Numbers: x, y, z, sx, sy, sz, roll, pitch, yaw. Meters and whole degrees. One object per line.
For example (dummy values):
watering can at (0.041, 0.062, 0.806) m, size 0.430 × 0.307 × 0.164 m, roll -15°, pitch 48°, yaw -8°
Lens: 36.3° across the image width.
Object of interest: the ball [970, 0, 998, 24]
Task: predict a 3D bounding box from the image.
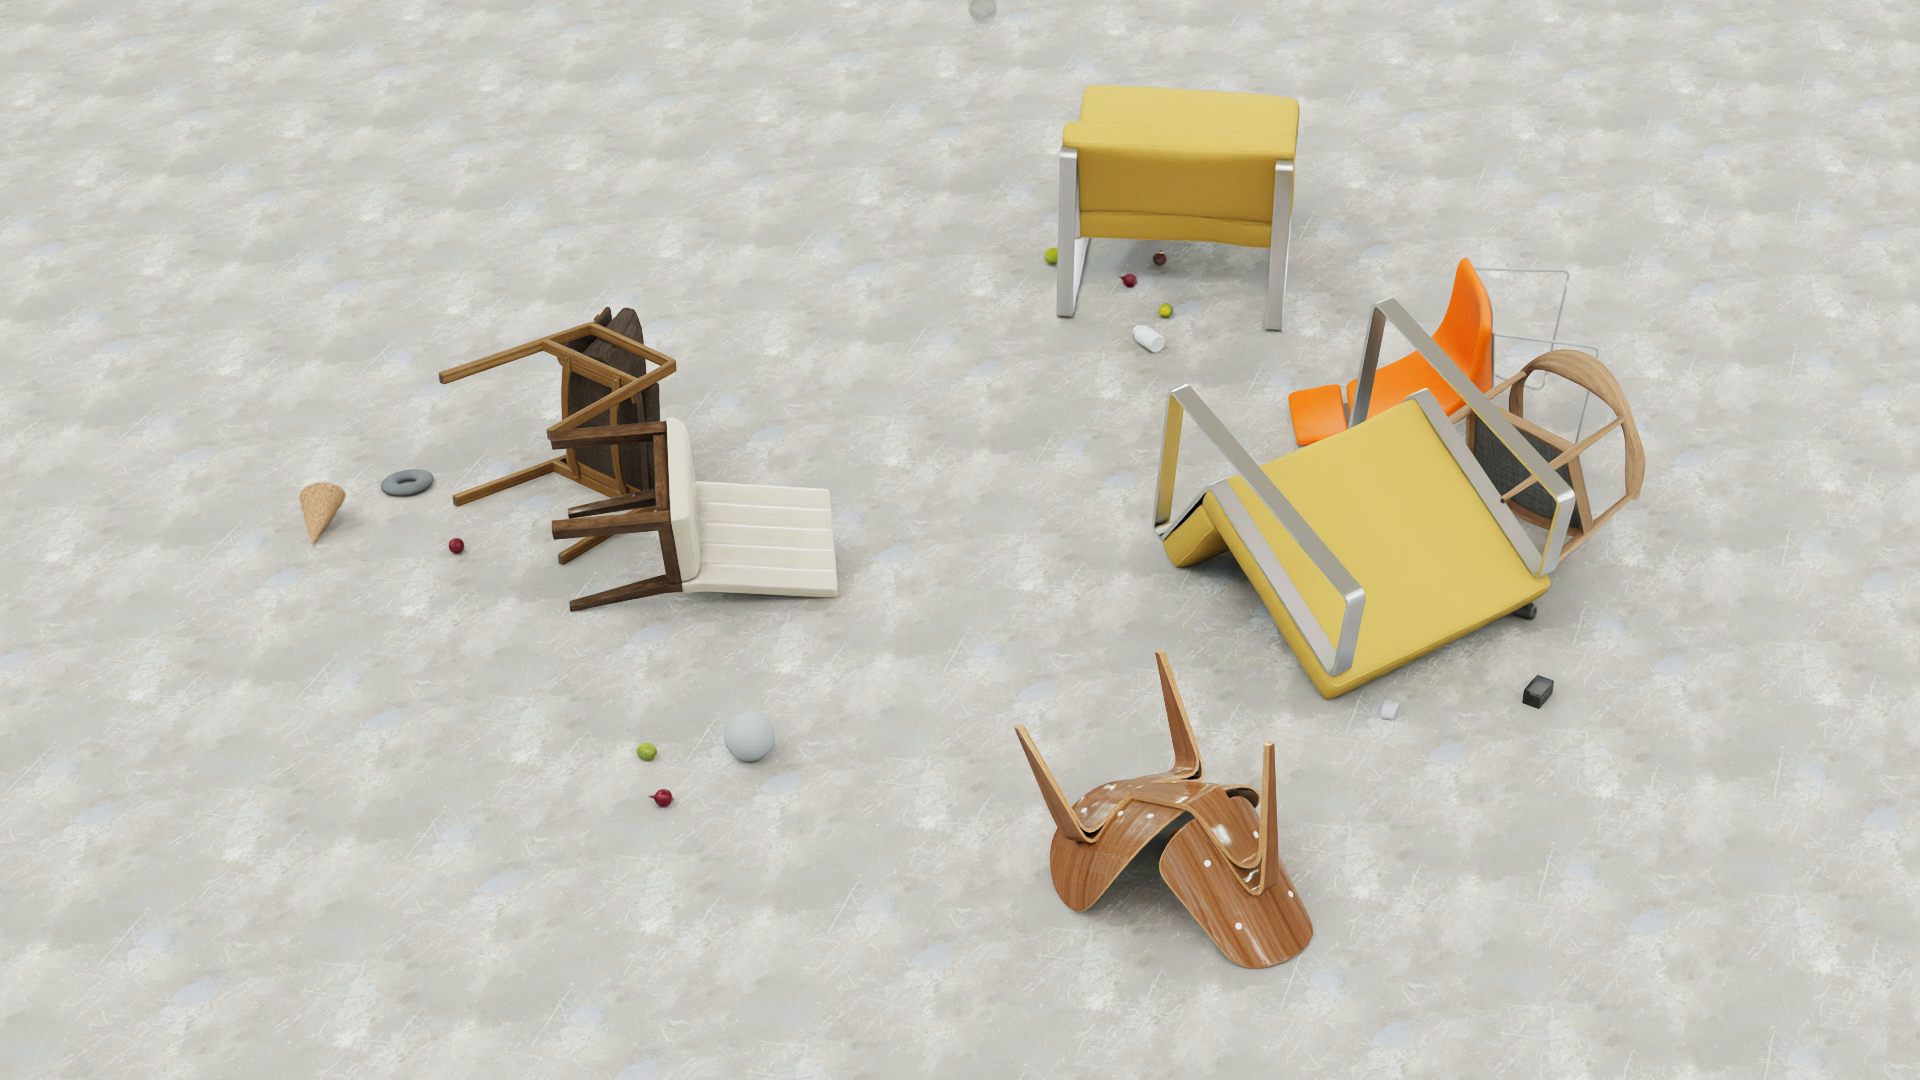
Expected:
ball at (0.118, -2.698, 14.908) m, size 0.144 × 0.144 × 0.144 m, roll 0°, pitch 33°, yaw 0°

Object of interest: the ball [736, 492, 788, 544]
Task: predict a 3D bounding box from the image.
ball at (-0.733, -0.081, 10.893) m, size 0.192 × 0.192 × 0.192 m, roll 0°, pitch 33°, yaw 0°

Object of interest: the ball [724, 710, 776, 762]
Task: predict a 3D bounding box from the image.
ball at (-0.703, 0.655, 9.796) m, size 0.170 × 0.170 × 0.170 m, roll 0°, pitch 33°, yaw 0°

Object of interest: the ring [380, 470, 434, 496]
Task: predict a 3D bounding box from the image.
ring at (-2.119, -0.220, 11.243) m, size 0.204 × 0.039 × 0.158 m, roll -16°, pitch 36°, yaw -21°

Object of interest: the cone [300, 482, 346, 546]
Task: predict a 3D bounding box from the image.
cone at (-2.405, -0.070, 10.980) m, size 0.190 × 0.151 × 0.242 m, roll -22°, pitch 46°, yaw 28°

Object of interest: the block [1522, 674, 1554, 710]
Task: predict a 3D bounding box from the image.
block at (1.991, 0.523, 10.099) m, size 0.063 × 0.057 × 0.107 m, roll 21°, pitch 39°, yaw 28°

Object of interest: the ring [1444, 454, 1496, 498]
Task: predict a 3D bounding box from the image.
ring at (1.955, -0.245, 11.241) m, size 0.161 × 0.083 × 0.266 m, roll -12°, pitch 36°, yaw -20°
